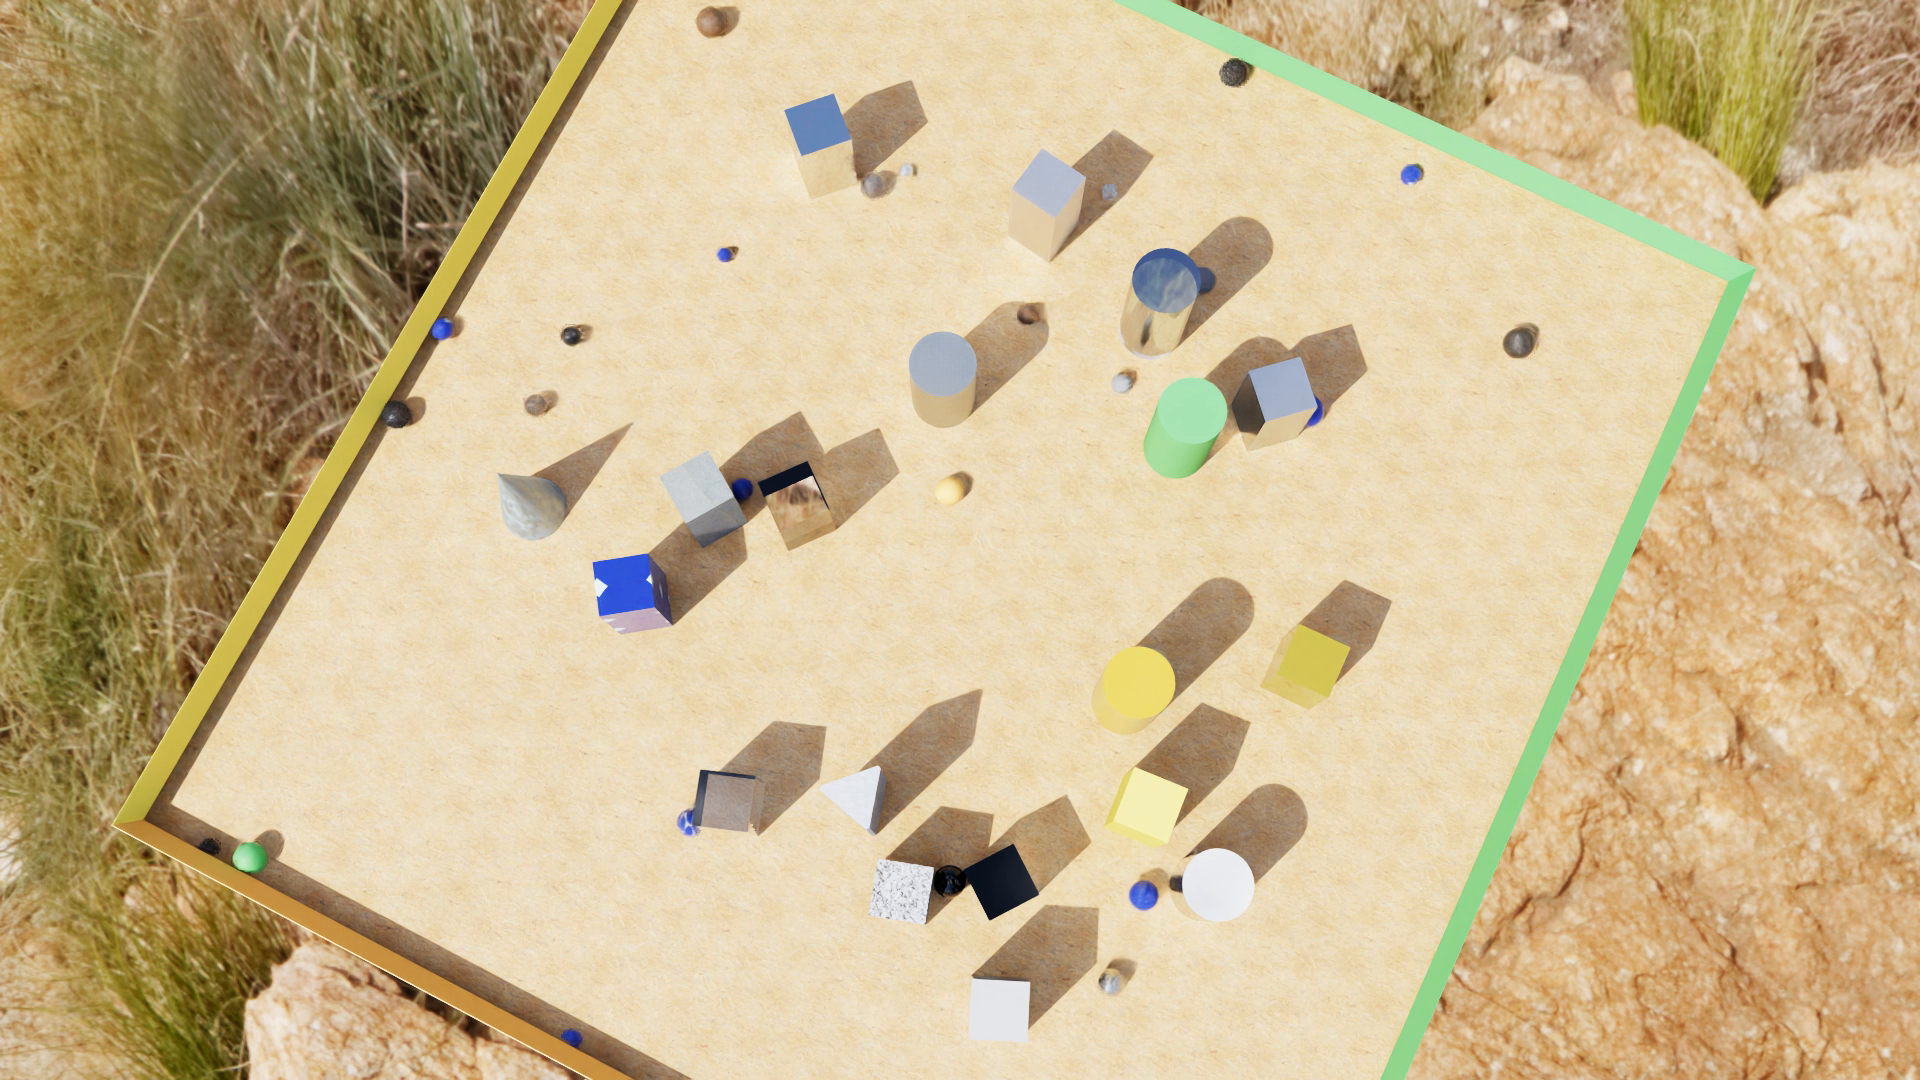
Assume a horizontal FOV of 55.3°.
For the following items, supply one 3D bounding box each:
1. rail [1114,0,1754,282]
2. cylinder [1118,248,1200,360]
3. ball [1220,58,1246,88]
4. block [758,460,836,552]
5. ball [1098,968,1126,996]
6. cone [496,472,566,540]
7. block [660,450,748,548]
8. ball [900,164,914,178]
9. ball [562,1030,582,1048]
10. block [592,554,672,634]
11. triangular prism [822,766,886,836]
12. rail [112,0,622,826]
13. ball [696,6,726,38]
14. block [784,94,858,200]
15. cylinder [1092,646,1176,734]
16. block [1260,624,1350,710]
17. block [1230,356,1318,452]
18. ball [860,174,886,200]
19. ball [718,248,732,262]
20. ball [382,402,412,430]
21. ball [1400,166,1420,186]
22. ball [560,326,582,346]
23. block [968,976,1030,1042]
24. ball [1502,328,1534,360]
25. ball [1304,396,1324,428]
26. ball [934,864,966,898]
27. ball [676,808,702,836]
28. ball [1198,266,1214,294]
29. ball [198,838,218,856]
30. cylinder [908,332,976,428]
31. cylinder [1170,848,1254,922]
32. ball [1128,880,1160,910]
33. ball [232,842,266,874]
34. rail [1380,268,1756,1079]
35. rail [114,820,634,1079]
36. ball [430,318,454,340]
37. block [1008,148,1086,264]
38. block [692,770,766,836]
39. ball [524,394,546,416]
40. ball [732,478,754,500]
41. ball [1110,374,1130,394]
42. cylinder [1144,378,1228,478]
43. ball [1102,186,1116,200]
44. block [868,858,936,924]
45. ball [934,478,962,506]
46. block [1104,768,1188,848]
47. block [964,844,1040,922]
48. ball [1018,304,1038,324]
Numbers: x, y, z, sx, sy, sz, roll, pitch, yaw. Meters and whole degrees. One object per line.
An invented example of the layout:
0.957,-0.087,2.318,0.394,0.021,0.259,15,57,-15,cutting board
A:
0.822,-1.603,5.881,3.639,0.130,0.045,26,80,5,rail
0.598,-0.707,5.534,0.200,0.449,0.200,0,78,0,cylinder
0.876,-1.499,5.882,0.088,0.088,0.088,0,78,0,ball
-0.485,-0.099,5.486,0.160,0.296,0.160,-24,79,-5,block
0.440,1.281,5.311,0.078,0.078,0.078,0,78,0,ball
-1.310,-0.143,5.410,0.200,0.462,0.200,0,78,0,cone
-0.759,-0.118,5.459,0.160,0.356,0.160,-30,80,-6,block
-0.171,-1.173,5.836,0.046,0.046,0.046,0,78,0,ball
-1.119,1.442,5.290,0.055,0.055,0.055,0,78,0,ball
-0.963,0.162,5.410,0.160,0.340,0.160,-9,78,-2,block
-0.270,0.723,5.244,0.173,0.437,0.150,40,81,8,triangular prism
-1.606,-0.780,5.711,0.045,0.130,3.725,26,80,5,rail
-0.805,-1.670,5.913,0.098,0.098,0.098,0,78,0,ball
-0.429,-1.218,5.694,0.160,0.343,0.160,-20,79,-4,block
0.495,0.440,5.292,0.200,0.458,0.200,0,78,0,cylinder
1.011,0.376,5.383,0.160,0.305,0.160,25,79,5,block
0.942,-0.404,5.518,0.160,0.358,0.160,-16,79,-3,block
-0.275,-1.120,5.806,0.083,0.083,0.083,0,78,0,ball
-0.742,-0.899,5.779,0.047,0.047,0.047,0,78,0,ball
-1.737,-0.385,5.652,0.086,0.086,0.086,0,78,0,ball
1.431,-1.158,5.824,0.063,0.063,0.063,0,78,0,ball
-1.212,-0.635,5.716,0.063,0.063,0.063,0,78,0,ball
0.108,1.321,5.174,0.160,0.331,0.160,3,78,1,block
1.736,-0.610,5.694,0.097,0.097,0.097,0,78,0,ball
1.071,-0.397,5.648,0.100,0.100,0.100,0,78,0,ball
-0.030,0.999,5.361,0.096,0.096,0.096,0,78,0,ball
-0.796,0.832,5.404,0.079,0.079,0.079,0,78,0,ball
0.757,-0.814,5.743,0.083,0.083,0.083,0,78,0,ball
-2.215,0.908,5.400,0.055,0.055,0.055,0,78,0,ball
-0.050,-0.480,5.537,0.200,0.351,0.200,0,78,0,cylinder
0.716,0.990,5.242,0.200,0.332,0.200,0,78,0,cylinder
0.537,1.038,5.357,0.088,0.088,0.088,0,78,0,ball
-2.084,0.932,5.377,0.092,0.092,0.092,0,78,0,ball
1.606,0.793,5.385,0.045,0.130,3.725,26,80,5,rail
-0.822,1.617,5.214,3.639,0.130,0.045,26,80,5,rail
-1.615,-0.657,5.718,0.068,0.068,0.068,0,78,0,ball
0.263,-1.023,5.635,0.160,0.380,0.160,35,80,7,block
-0.668,0.765,5.319,0.160,0.274,0.160,7,78,1,block
-1.312,-0.417,5.668,0.068,0.068,0.068,0,78,0,ball
-0.667,-0.155,5.615,0.067,0.067,0.067,0,78,0,ball
0.499,-0.486,5.686,0.062,0.062,0.062,0,78,0,ball
0.667,-0.329,5.468,0.200,0.424,0.200,0,78,0,cylinder
0.473,-1.102,5.821,0.046,0.046,0.046,0,78,0,ball
-0.165,1.013,5.271,0.160,0.266,0.160,9,78,2,block
-0.034,-0.148,5.604,0.085,0.085,0.085,0,78,0,ball
0.530,0.773,5.270,0.160,0.365,0.160,22,79,4,block
0.117,0.989,5.283,0.160,0.253,0.160,-27,80,-5,block
0.213,-0.705,5.731,0.061,0.061,0.061,0,78,0,ball
